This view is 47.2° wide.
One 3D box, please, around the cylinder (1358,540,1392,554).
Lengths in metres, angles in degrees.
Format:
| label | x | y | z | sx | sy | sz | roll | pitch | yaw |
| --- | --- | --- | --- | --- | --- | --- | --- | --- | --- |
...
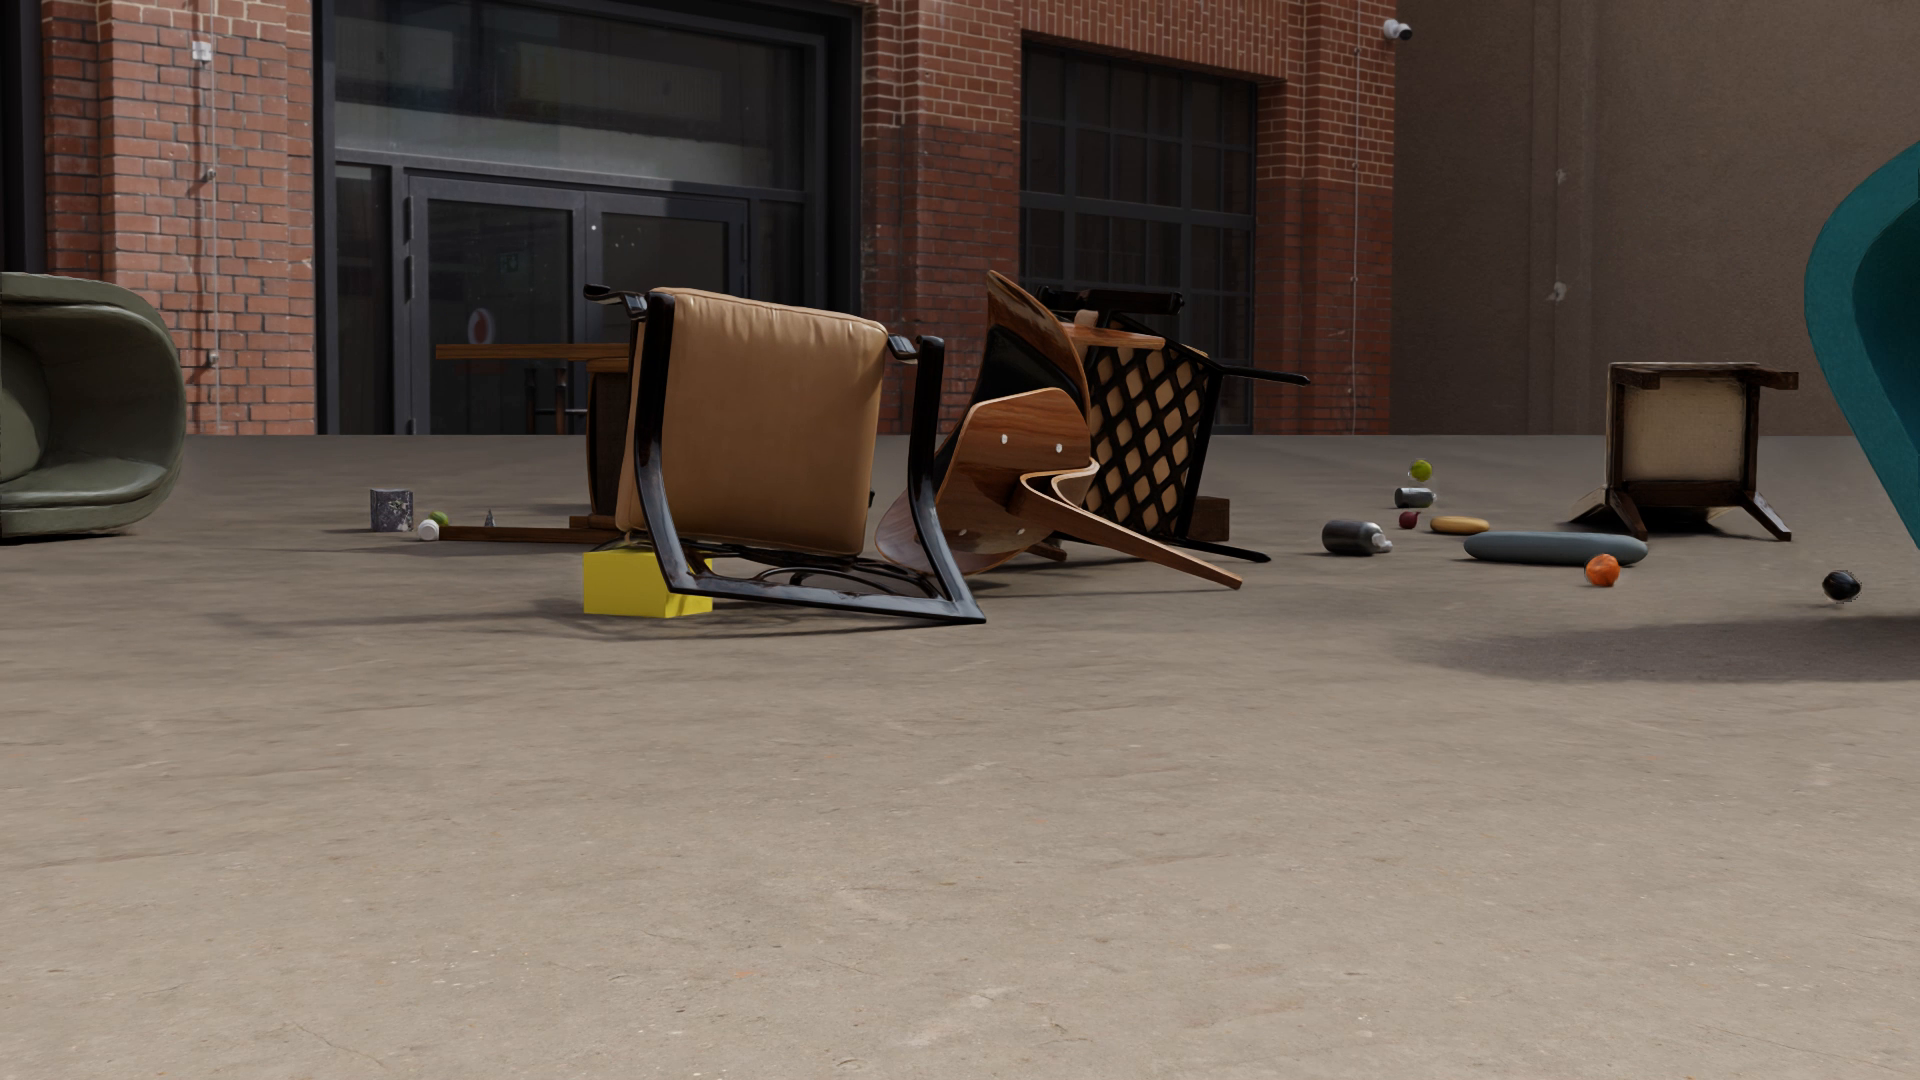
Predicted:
| label | x | y | z | sx | sy | sz | roll | pitch | yaw |
| --- | --- | --- | --- | --- | --- | --- | --- | --- | --- |
| cylinder | 1.139 | 0.019 | 6.031 | 0.081 | 0.032 | 0.045 | -2 | 0 | -23 |

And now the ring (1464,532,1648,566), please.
| label | x | y | z | sx | sy | sz | roll | pitch | yaw |
| --- | --- | --- | --- | --- | --- | --- | --- | --- | --- |
| ring | 1.535 | 0.021 | 5.683 | 0.483 | 0.078 | 0.200 | 2 | 4 | 34 |

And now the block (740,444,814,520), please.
| label | x | y | z | sx | sy | sz | roll | pitch | yaw |
| --- | --- | --- | --- | --- | --- | --- | --- | --- | --- |
| block | -0.636 | -0.206 | 7.658 | 0.202 | 0.258 | 0.179 | 1 | 4 | 17 |

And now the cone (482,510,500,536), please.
| label | x | y | z | sx | sy | sz | roll | pitch | yaw |
| --- | --- | --- | --- | --- | --- | --- | --- | --- | --- |
| cone | -1.436 | -0.056 | 6.721 | 0.058 | 0.087 | 0.038 | -2 | 4 | -25 |

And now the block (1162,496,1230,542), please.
| label | x | y | z | sx | sy | sz | roll | pitch | yaw |
| --- | --- | --- | --- | --- | --- | --- | --- | --- | --- |
| block | 0.703 | -0.064 | 6.569 | 0.138 | 0.124 | 0.206 | -1 | 4 | -14 |

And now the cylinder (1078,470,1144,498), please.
| label | x | y | z | sx | sy | sz | roll | pitch | yaw |
| --- | --- | --- | --- | --- | --- | --- | --- | --- | --- |
| cylinder | 0.637 | -0.239 | 9.205 | 0.197 | 0.110 | 0.228 | 2 | 11 | 30 |

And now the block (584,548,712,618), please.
| label | x | y | z | sx | sy | sz | roll | pitch | yaw |
| --- | --- | --- | --- | --- | --- | --- | --- | --- | --- |
| block | -0.628 | 0.085 | 4.427 | 0.202 | 0.121 | 0.157 | 2 | 4 | 29 |

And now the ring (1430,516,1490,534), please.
| label | x | y | z | sx | sy | sz | roll | pitch | yaw |
| --- | --- | --- | --- | --- | --- | --- | --- | --- | --- |
| ring | 1.558 | -0.046 | 6.862 | 0.149 | 0.049 | 0.280 | 0 | 3 | -13 |

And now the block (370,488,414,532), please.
| label | x | y | z | sx | sy | sz | roll | pitch | yaw |
| --- | --- | --- | --- | --- | --- | --- | --- | --- | --- |
| block | -1.811 | -0.095 | 7.005 | 0.106 | 0.127 | 0.194 | -2 | 4 | -22 |
